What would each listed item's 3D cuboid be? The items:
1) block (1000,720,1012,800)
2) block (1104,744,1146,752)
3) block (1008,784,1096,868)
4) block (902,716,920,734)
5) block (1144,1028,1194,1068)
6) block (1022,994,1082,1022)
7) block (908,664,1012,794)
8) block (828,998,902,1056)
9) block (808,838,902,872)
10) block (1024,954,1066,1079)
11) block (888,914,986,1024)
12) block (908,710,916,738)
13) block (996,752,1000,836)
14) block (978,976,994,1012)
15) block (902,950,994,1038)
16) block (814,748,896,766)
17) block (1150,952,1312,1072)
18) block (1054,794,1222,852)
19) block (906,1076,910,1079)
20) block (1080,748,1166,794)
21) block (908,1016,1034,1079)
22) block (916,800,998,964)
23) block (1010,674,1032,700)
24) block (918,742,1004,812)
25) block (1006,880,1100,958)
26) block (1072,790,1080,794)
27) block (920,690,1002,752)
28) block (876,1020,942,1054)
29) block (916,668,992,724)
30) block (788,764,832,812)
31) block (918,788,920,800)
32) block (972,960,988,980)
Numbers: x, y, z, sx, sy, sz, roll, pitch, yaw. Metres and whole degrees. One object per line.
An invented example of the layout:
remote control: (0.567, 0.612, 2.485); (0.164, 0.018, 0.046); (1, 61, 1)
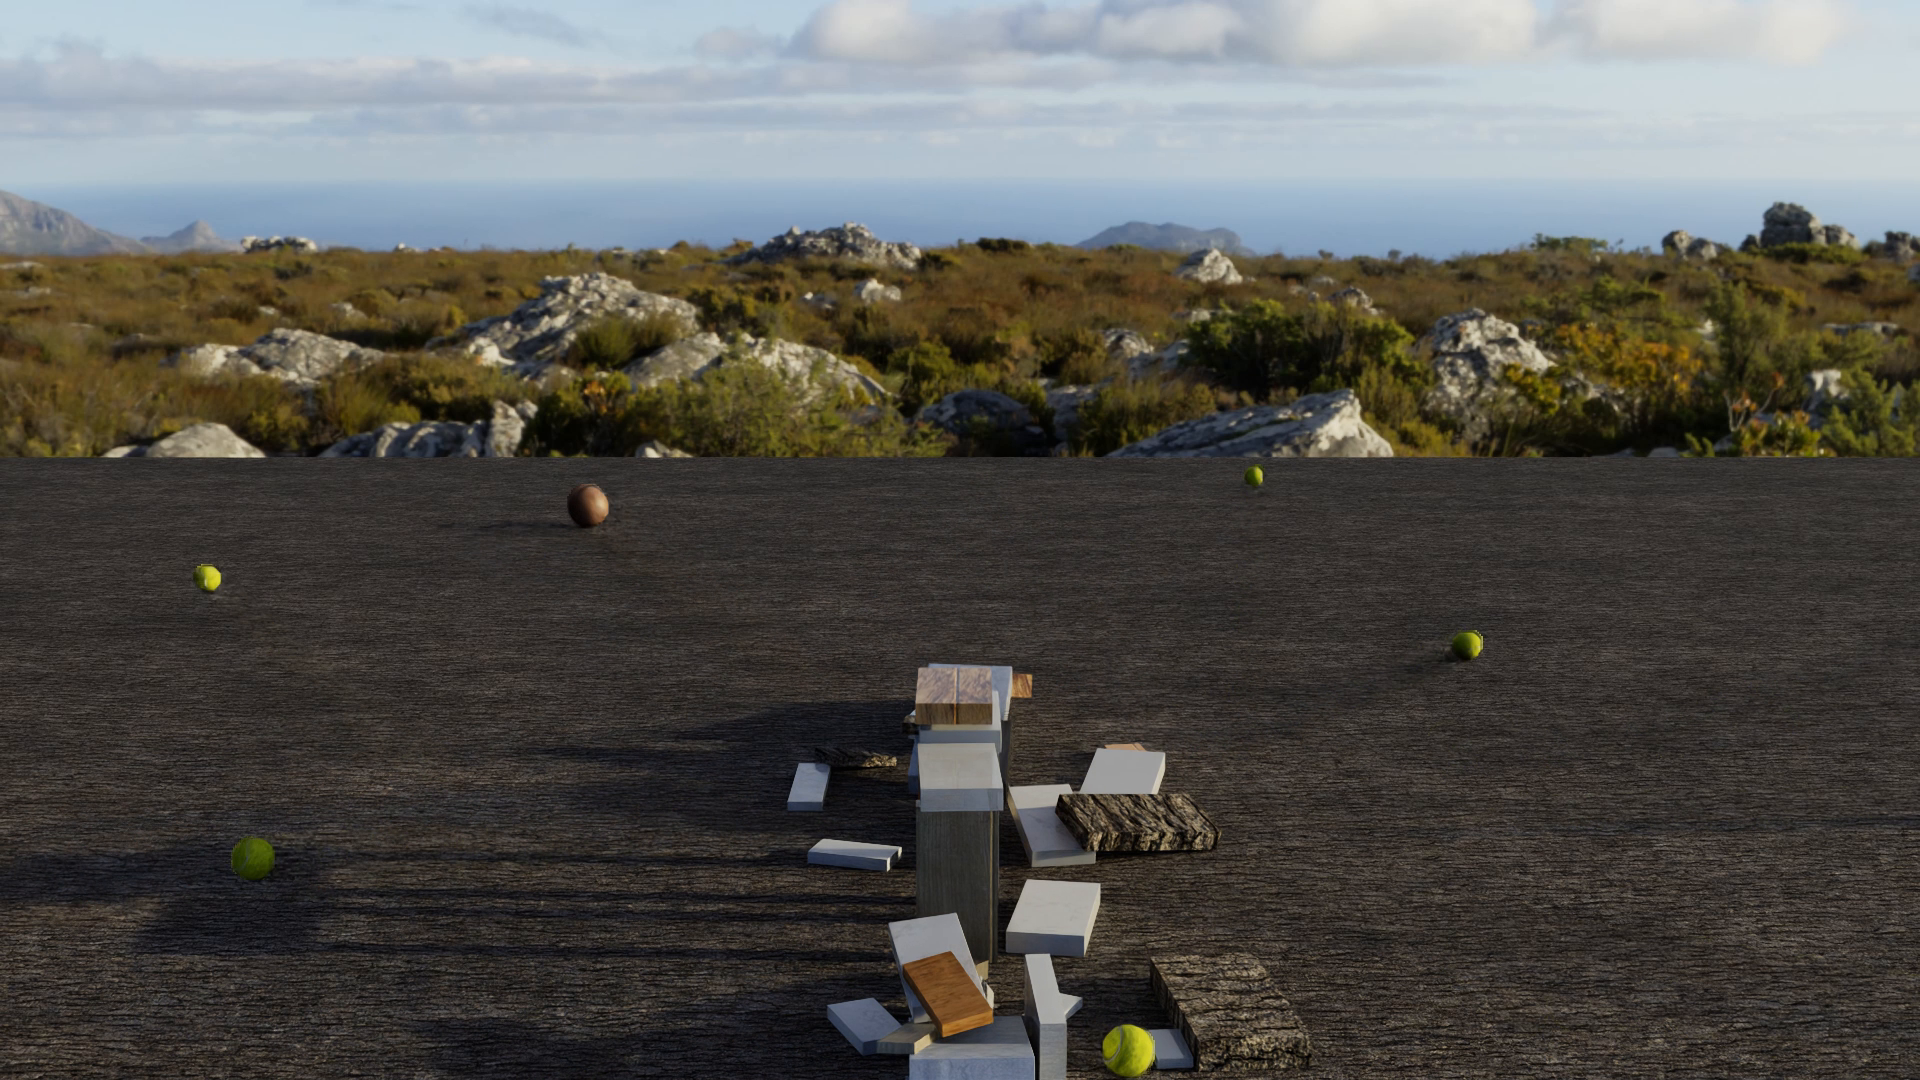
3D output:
block: (0.025, 0.406, 4.079); (0.131, 0.037, 0.263); (-1, 19, 4)
block: (0.343, 0.440, 4.419); (0.073, 0.021, 0.147); (-2, 11, -11)
block: (0.161, 0.505, 3.904); (0.113, 0.032, 0.226); (-2, 23, -9)
block: (-0.026, 0.358, 4.251); (0.165, 0.023, 0.082); (0, 5, 4)
block: (0.288, 0.701, 3.032); (0.049, 0.014, 0.099); (-1, 11, -5)
block: (0.133, 0.677, 3.162); (0.049, 0.014, 0.099); (6, 12, 28)
block: (0.004, 0.371, 4.325); (0.168, 0.048, 0.337); (2, 36, 6)
block: (-0.129, 0.685, 3.101); (0.071, 0.020, 0.142); (-5, 11, -23)
block: (-0.183, 0.549, 3.834); (0.147, 0.021, 0.073); (3, 11, 18)
block: (0.114, 0.660, 2.959); (0.035, 0.122, 0.244); (-1, 11, -3)
block: (-0.033, 0.582, 2.998); (0.097, 0.028, 0.194); (-7, 26, -9)
block: (-0.002, 0.369, 4.561); (0.168, 0.048, 0.337); (1, 2, 6)
block: (-0.002, 0.468, 3.599); (0.132, 0.264, 0.037); (0, 14, 0)
block: (-0.010, 0.637, 3.091); (0.097, 0.028, 0.194); (1, -18, 6)
block: (-0.017, 0.599, 2.906); (0.071, 0.020, 0.142); (-12, 27, -19)
block: (-0.208, 0.434, 4.397); (0.147, 0.021, 0.073); (3, 7, -32)
block: (0.380, 0.668, 3.129); (0.156, 0.044, 0.312); (-1, 11, -7)
block: (0.315, 0.498, 3.888); (0.263, 0.037, 0.131); (3, 23, -24)
block: (0.013, 0.746, 2.709); (0.156, 0.044, 0.312); (0, 11, -2)
block: (0.297, 0.470, 4.106); (0.131, 0.037, 0.306); (2, 18, 13)
block: (0.011, 0.675, 2.892); (0.156, 0.044, 0.312); (0, -3, -2)
block: (-0.004, 0.522, 3.357); (0.124, 0.248, 0.035); (0, 11, 0)
block: (0.037, 0.316, 4.731); (0.168, 0.048, 0.337); (3, -6, -10)
block: (-0.002, 0.367, 3.415); (0.124, 0.035, 0.248); (0, 11, -2)
block: (0.151, 0.602, 3.511); (0.122, 0.035, 0.244); (2, 11, 9)
block: (0.212, 0.492, 4.148); (0.129, 0.018, 0.064); (0, 11, 2)
block: (0.000, 0.302, 3.669); (0.132, 0.037, 0.264); (0, 10, 0)
block: (-0.053, 0.646, 2.886); (0.049, 0.014, 0.234); (-1, -3, 14)
block: (-0.009, 0.254, 3.597); (0.122, 0.035, 0.244); (0, 10, 0)
block: (-0.289, 0.475, 4.238); (0.064, 0.018, 0.255); (0, 11, 1)
block: (-0.004, 0.491, 3.520); (0.124, 0.248, 0.035); (0, 10, 0)
block: (-0.017, 0.630, 3.213); (0.097, 0.028, 0.194); (1, -8, 7)
